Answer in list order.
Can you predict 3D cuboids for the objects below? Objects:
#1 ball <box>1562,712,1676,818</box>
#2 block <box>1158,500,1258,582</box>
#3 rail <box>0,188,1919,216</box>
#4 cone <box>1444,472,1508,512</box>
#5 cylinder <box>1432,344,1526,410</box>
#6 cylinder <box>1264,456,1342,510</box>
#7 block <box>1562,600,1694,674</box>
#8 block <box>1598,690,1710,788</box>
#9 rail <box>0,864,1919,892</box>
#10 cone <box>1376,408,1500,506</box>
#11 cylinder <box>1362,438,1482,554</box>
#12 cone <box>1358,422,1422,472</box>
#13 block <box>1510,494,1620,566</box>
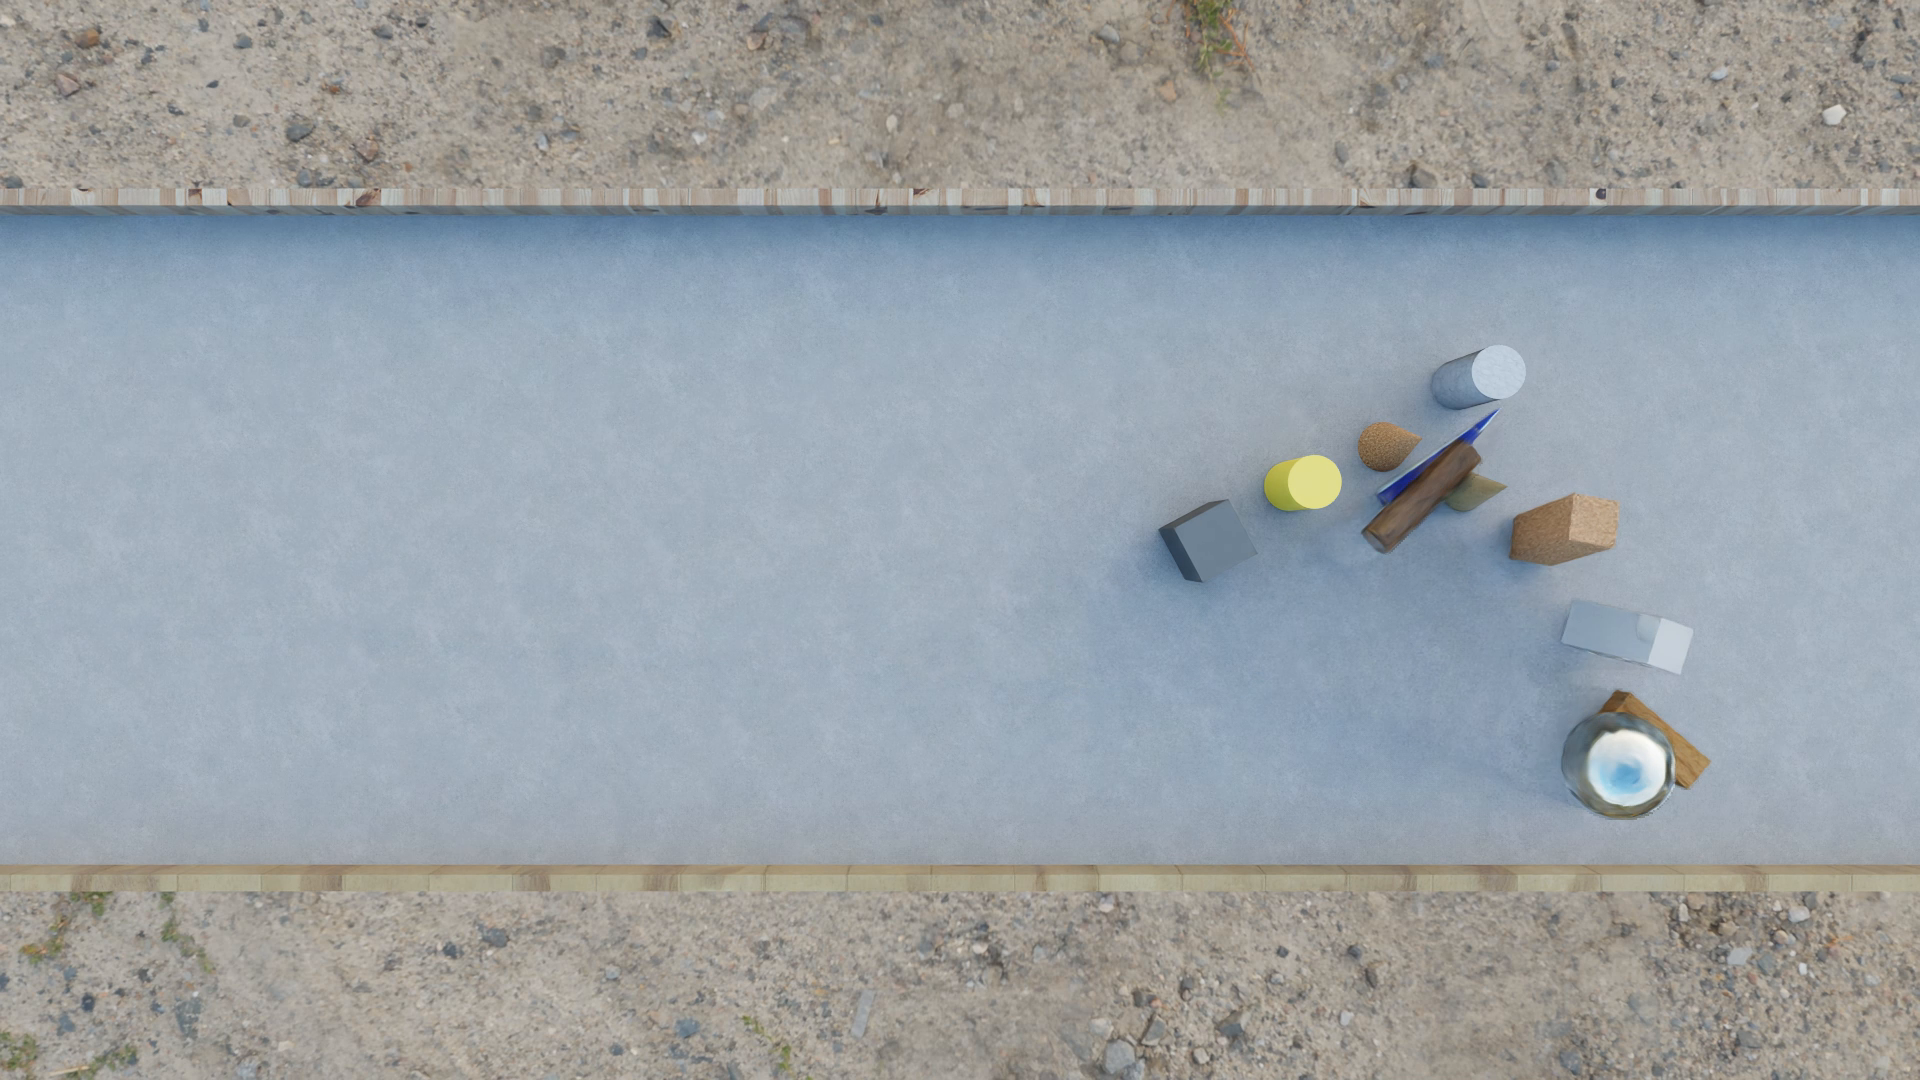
[{"bbox_3d":[1.926,0.659,4.829,0.312,0.312,0.312,0,90,0],"label":"ball"},{"bbox_3d":[0.729,0.003,4.886,0.177,0.380,0.177,-28,90,0],"label":"block"},{"bbox_3d":[-2.247,-1.025,5.002,12.000,0.150,0.050,0,90,0],"label":"rail"},{"bbox_3d":[1.549,-0.151,4.866,0.129,0.421,0.129,0,90,0],"label":"cone"},{"bbox_3d":[1.530,-0.477,4.880,0.154,0.394,0.154,0,90,0],"label":"cylinder"},{"bbox_3d":[1.013,-0.166,4.892,0.153,0.368,0.153,0,90,0],"label":"cylinder"},{"bbox_3d":[1.975,0.286,4.896,0.136,0.335,0.136,18,90,-25],"label":"block"},{"bbox_3d":[2.107,0.606,5.022,0.318,0.109,0.109,40,90,0],"label":"block"},{"bbox_3d":[-2.247,1.025,5.001,12.000,0.150,0.050,0,90,0],"label":"rail"},{"bbox_3d":[1.475,-0.252,4.999,0.455,0.132,0.132,-43,90,3],"label":"cone"},{"bbox_3d":[1.370,-0.130,4.902,0.401,0.101,0.101,-43,90,-5],"label":"cylinder"},{"bbox_3d":[1.301,-0.287,4.857,0.153,0.440,0.153,0,90,0],"label":"cone"},{"bbox_3d":[1.771,-0.026,4.849,0.133,0.437,0.133,10,82,-2],"label":"block"}]
